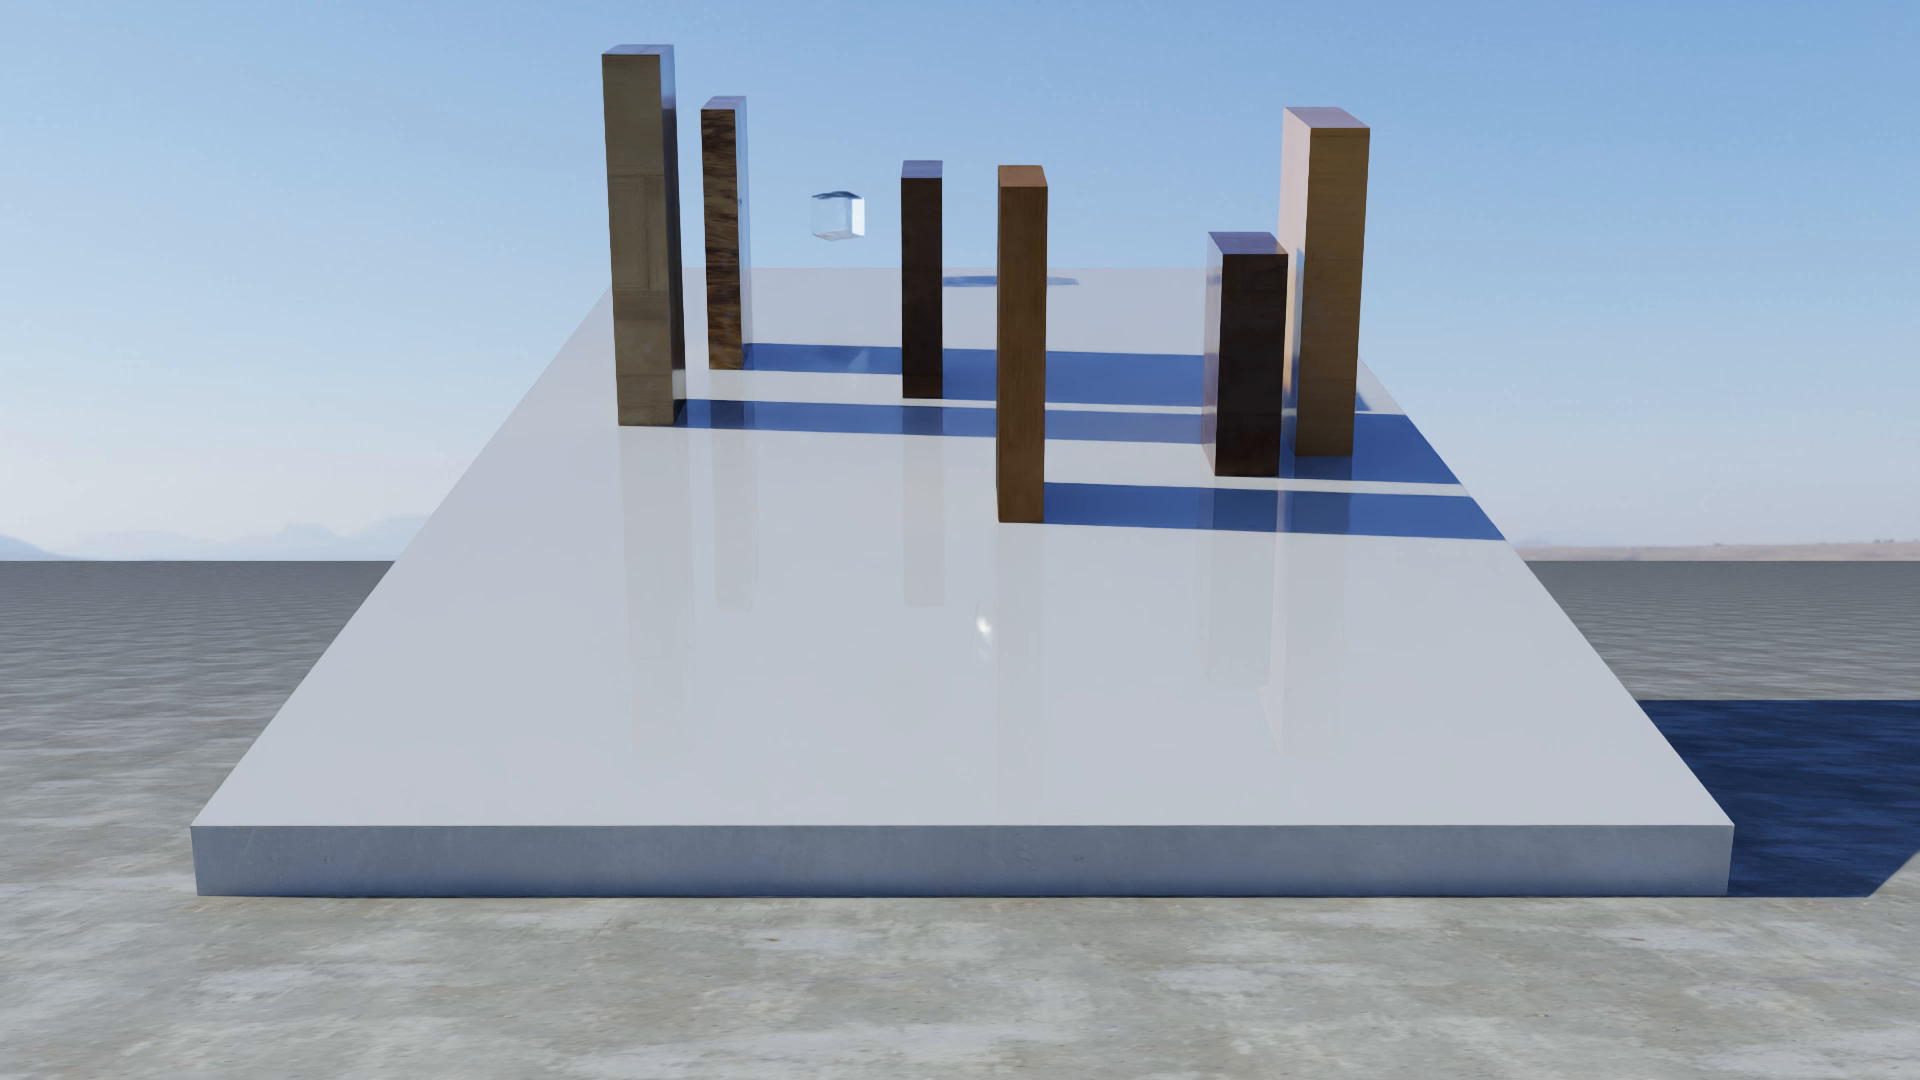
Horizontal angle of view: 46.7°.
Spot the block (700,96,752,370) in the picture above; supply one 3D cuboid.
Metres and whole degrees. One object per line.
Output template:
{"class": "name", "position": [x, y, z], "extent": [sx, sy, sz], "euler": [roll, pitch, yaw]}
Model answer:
{"class": "block", "position": [-0.568, -0.755, 5.445], "extent": [0.081, 0.622, 0.301], "euler": [0, 17, 0]}

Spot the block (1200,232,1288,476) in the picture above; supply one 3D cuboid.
{"class": "block", "position": [0.577, -0.383, 4.543], "extent": [0.129, 0.451, 0.266], "euler": [0, 17, 0]}

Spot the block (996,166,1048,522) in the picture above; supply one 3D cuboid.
{"class": "block", "position": [0.114, -0.375, 4.215], "extent": [0.084, 0.629, 0.280], "euler": [0, 17, 0]}

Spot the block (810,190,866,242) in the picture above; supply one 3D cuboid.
{"class": "block", "position": [-0.354, -0.941, 6.467], "extent": [0.114, 0.114, 0.114], "euler": [-3, -4, 27]}

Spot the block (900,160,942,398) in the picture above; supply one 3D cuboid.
{"class": "block", "position": [-0.086, -0.610, 5.177], "extent": [0.092, 0.505, 0.290], "euler": [0, 17, 0]}

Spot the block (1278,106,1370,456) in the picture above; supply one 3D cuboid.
{"class": "block", "position": [0.756, -0.554, 4.712], "extent": [0.119, 0.676, 0.377], "euler": [0, 17, 0]}

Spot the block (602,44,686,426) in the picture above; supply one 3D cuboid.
{"class": "block", "position": [-0.686, -0.667, 4.868], "extent": [0.121, 0.797, 0.249], "euler": [0, 17, 0]}

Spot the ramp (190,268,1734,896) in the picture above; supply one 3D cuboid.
{"class": "ramp", "position": [-0.003, -0.178, 4.807], "extent": [2.000, 0.100, 4.000], "euler": [0, 17, 0]}
